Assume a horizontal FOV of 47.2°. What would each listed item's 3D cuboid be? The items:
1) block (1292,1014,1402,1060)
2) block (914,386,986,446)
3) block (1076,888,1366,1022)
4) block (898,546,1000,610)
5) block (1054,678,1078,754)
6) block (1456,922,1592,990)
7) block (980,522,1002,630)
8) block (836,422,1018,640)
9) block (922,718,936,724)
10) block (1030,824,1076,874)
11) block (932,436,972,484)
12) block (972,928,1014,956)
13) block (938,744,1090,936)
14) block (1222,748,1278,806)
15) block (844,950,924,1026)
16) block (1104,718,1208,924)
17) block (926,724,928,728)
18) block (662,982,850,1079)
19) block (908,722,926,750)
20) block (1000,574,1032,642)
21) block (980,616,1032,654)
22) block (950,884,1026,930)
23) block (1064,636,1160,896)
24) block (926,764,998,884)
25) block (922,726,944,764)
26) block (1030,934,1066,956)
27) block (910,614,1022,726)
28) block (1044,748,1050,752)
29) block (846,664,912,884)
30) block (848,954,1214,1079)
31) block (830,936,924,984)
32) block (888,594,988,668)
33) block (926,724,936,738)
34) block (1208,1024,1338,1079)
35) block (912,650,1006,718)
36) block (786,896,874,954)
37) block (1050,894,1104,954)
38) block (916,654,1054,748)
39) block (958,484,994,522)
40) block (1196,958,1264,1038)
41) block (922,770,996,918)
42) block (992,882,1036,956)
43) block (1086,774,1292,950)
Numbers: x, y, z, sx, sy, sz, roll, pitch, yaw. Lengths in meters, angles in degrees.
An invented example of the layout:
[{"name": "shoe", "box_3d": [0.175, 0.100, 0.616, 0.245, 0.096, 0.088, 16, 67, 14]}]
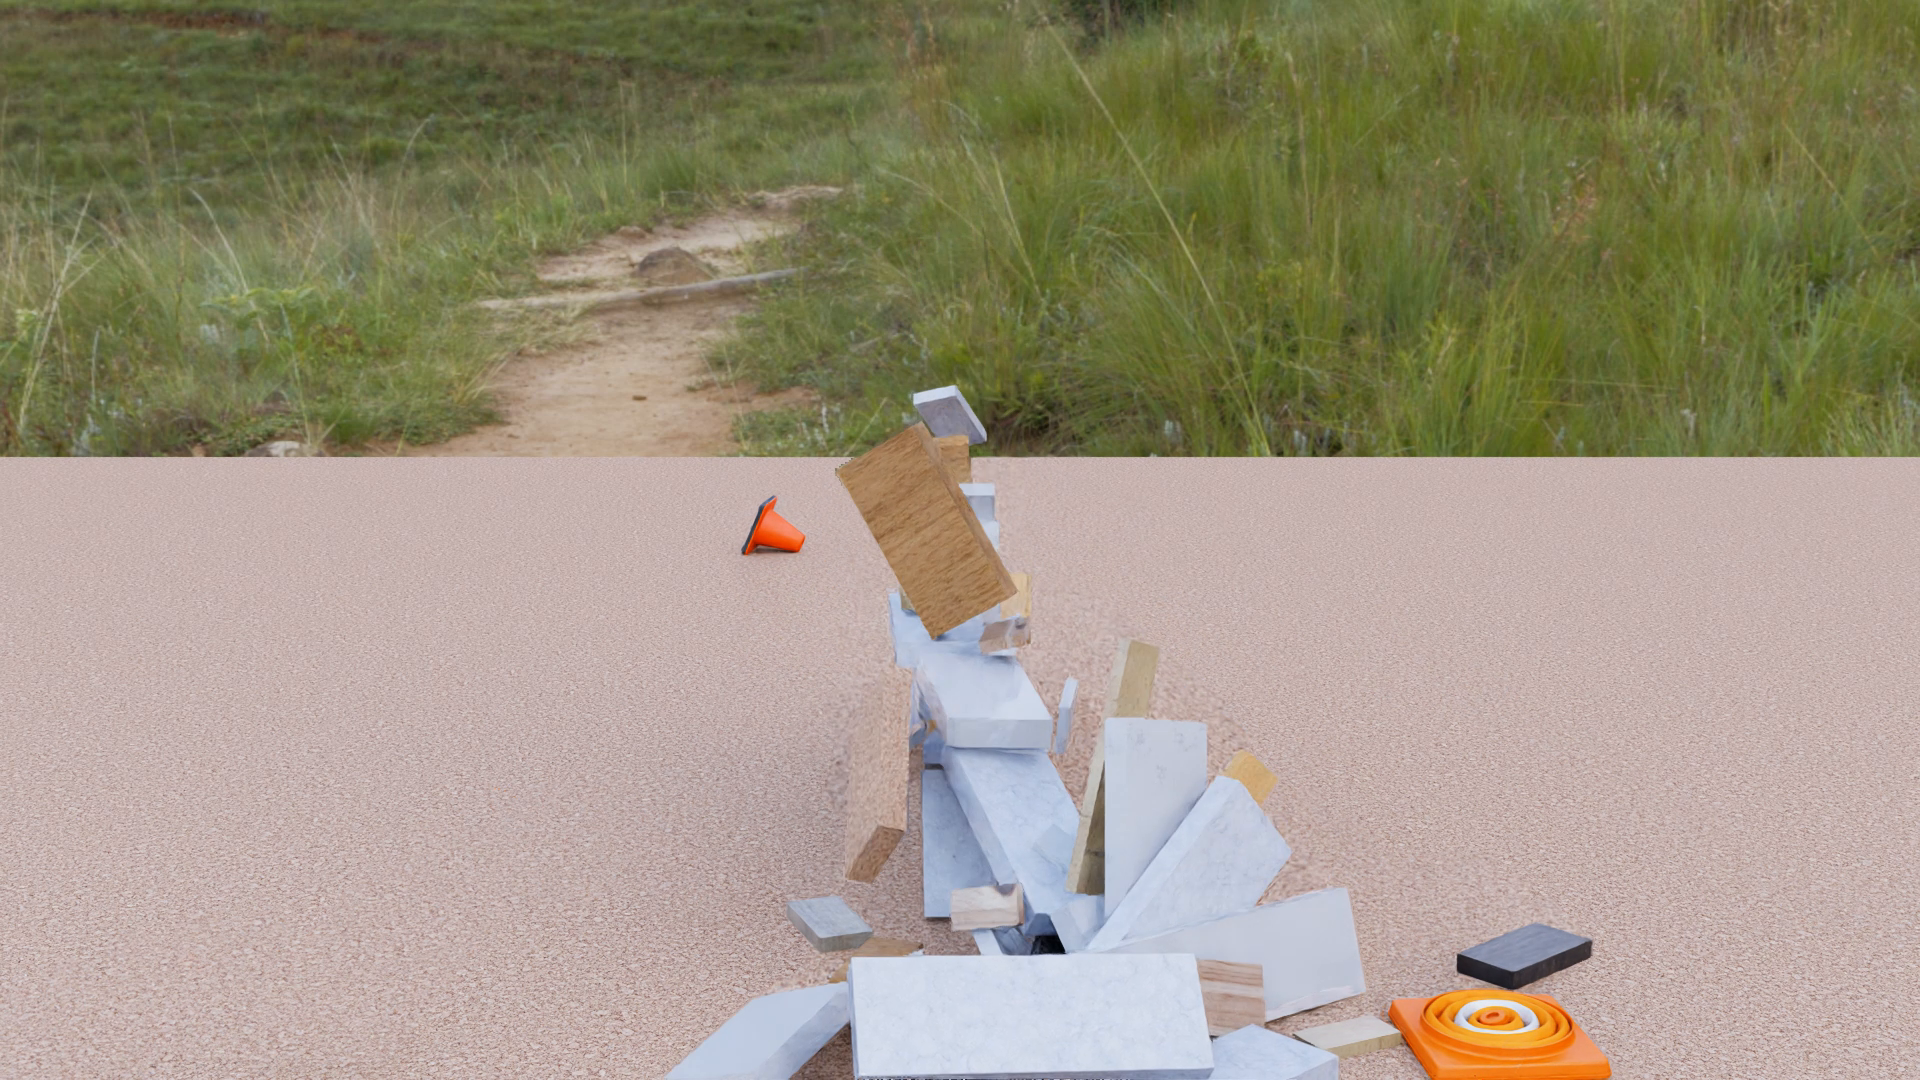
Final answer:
[{"name": "block", "box_3d": [0.538, 0.694, 3.059, 0.136, 0.019, 0.068, -5, 12, -27]}, {"name": "block", "box_3d": [-0.019, -0.239, 4.313, 0.086, 0.024, 0.173, -11, -33, 17]}, {"name": "block", "box_3d": [0.368, 0.614, 3.104, 0.489, 0.154, 0.044, -7, -5, -34]}, {"name": "block", "box_3d": [-0.015, 0.069, 4.129, 0.160, 0.045, 0.320, -6, 10, 6]}, {"name": "block", "box_3d": [0.166, 0.278, 3.459, 0.017, 0.119, 0.059, 12, 48, 8]}, {"name": "block", "box_3d": [0.861, 0.634, 3.355, 0.203, 0.029, 0.102, -9, 14, -40]}, {"name": "block", "box_3d": [-0.001, 0.140, 4.287, 0.160, 0.372, 0.045, -3, -30, 3]}, {"name": "block", "box_3d": [-0.057, -0.016, 3.818, 0.169, 0.338, 0.048, -29, 1, 27]}, {"name": "block", "box_3d": [0.009, 0.310, 3.963, 0.144, 0.041, 0.289, 0, -4, -3]}, {"name": "block", "box_3d": [0.172, 0.481, 3.321, 0.119, 0.017, 0.059, 34, 36, 18]}, {"name": "block", "box_3d": [-0.022, -0.136, 4.400, 0.086, 0.173, 0.024, -2, 46, 3]}, {"name": "block", "box_3d": [0.064, 0.622, 3.226, 0.028, 0.099, 0.199, -36, 14, -1]}, {"name": "block", "box_3d": [0.110, 0.451, 3.391, 0.167, 0.047, 0.376, 4, 37, -29]}, {"name": "block", "box_3d": [0.398, 0.389, 3.231, 0.075, 0.149, 0.021, 41, -10, -30]}, {"name": "block", "box_3d": [-0.125, 0.643, 3.127, 0.174, 0.025, 0.087, -24, 10, -2]}, {"name": "block", "box_3d": [0.287, 0.428, 3.213, 0.163, 0.327, 0.046, 8, -11, -39]}, {"name": "block", "box_3d": [0.004, 0.311, 4.170, 0.144, 0.041, 0.289, -1, -31, 2]}, {"name": "block", "box_3d": [-0.268, 0.679, 2.944, 0.154, 0.044, 0.308, -14, 5, 22]}, {"name": "block", "box_3d": [-0.076, 0.383, 4.465, 0.084, 0.024, 0.365, -20, 1, 22]}, {"name": "block", "box_3d": [0.120, 0.152, 4.946, 0.080, 0.159, 0.023, 0, -24, 7]}, {"name": "block", "box_3d": [0.079, 0.162, 3.764, 0.075, 0.021, 0.149, -11, 8, 8]}, {"name": "block", "box_3d": [0.040, 0.540, 3.235, 0.119, 0.059, 0.017, -12, -15, 34]}, {"name": "block", "box_3d": [0.226, 0.336, 3.254, 0.021, 0.380, 0.075, 8, -8, 42]}, {"name": "block", "box_3d": [0.002, 0.478, 3.621, 0.118, 0.236, 0.033, 0, 5, -3]}, {"name": "block", "box_3d": [0.010, 0.340, 3.673, 0.118, 0.033, 0.236, 0, 3, 6]}, {"name": "block", "box_3d": [0.148, 0.633, 3.209, 0.099, 0.028, 0.199, 39, 13, 0]}, {"name": "block", "box_3d": [0.007, 0.265, 4.543, 0.169, 0.048, 0.564, -20, 7, 15]}, {"name": "block", "box_3d": [0.100, 0.406, 4.469, 0.086, 0.024, 0.173, 14, 4, 38]}, {"name": "block", "box_3d": [-0.126, 0.362, 3.431, 0.044, 0.154, 0.308, 15, 46, -15]}, {"name": "block", "box_3d": [0.089, 0.619, 2.830, 0.456, 0.046, 0.163, 1, 51, -10]}, {"name": "block", "box_3d": [-0.124, 0.644, 3.312, 0.087, 0.025, 0.174, 3, 11, 18]}, {"name": "block", "box_3d": [-0.042, 0.161, 3.986, 0.160, 0.045, 0.320, 0, 14, -4]}, {"name": "block", "box_3d": [0.010, 0.368, 4.051, 0.144, 0.041, 0.354, 0, -7, -2]}, {"name": "block", "box_3d": [0.346, 0.715, 2.880, 0.295, 0.042, 0.148, -10, 14, -43]}, {"name": "block", "box_3d": [0.002, 0.237, 3.888, 0.167, 0.047, 0.334, 0, 15, -4]}, {"name": "block", "box_3d": [-0.208, 0.610, 3.495, 0.087, 0.025, 0.174, -4, 11, -21]}, {"name": "block", "box_3d": [0.275, 0.586, 3.247, 0.295, 0.148, 0.042, -5, -26, -45]}, {"name": "block", "box_3d": [0.036, 0.260, 3.592, 0.167, 0.047, 0.334, 2, 14, -10]}, {"name": "block", "box_3d": [-0.017, 0.045, 4.466, 0.169, 0.338, 0.048, 1, 29, 0]}, {"name": "block", "box_3d": [0.345, 0.628, 3.009, 0.029, 0.102, 0.203, -13, -21, 41]}, {"name": "block", "box_3d": [-0.001, 0.490, 3.564, 0.118, 0.236, 0.033, -1, -7, -3]}, {"name": "block", "box_3d": [0.090, 0.599, 3.363, 0.028, 0.099, 0.199, -42, 12, 2]}, {"name": "block", "box_3d": [0.332, 0.516, 3.152, 0.327, 0.163, 0.046, -49, 31, -21]}]
